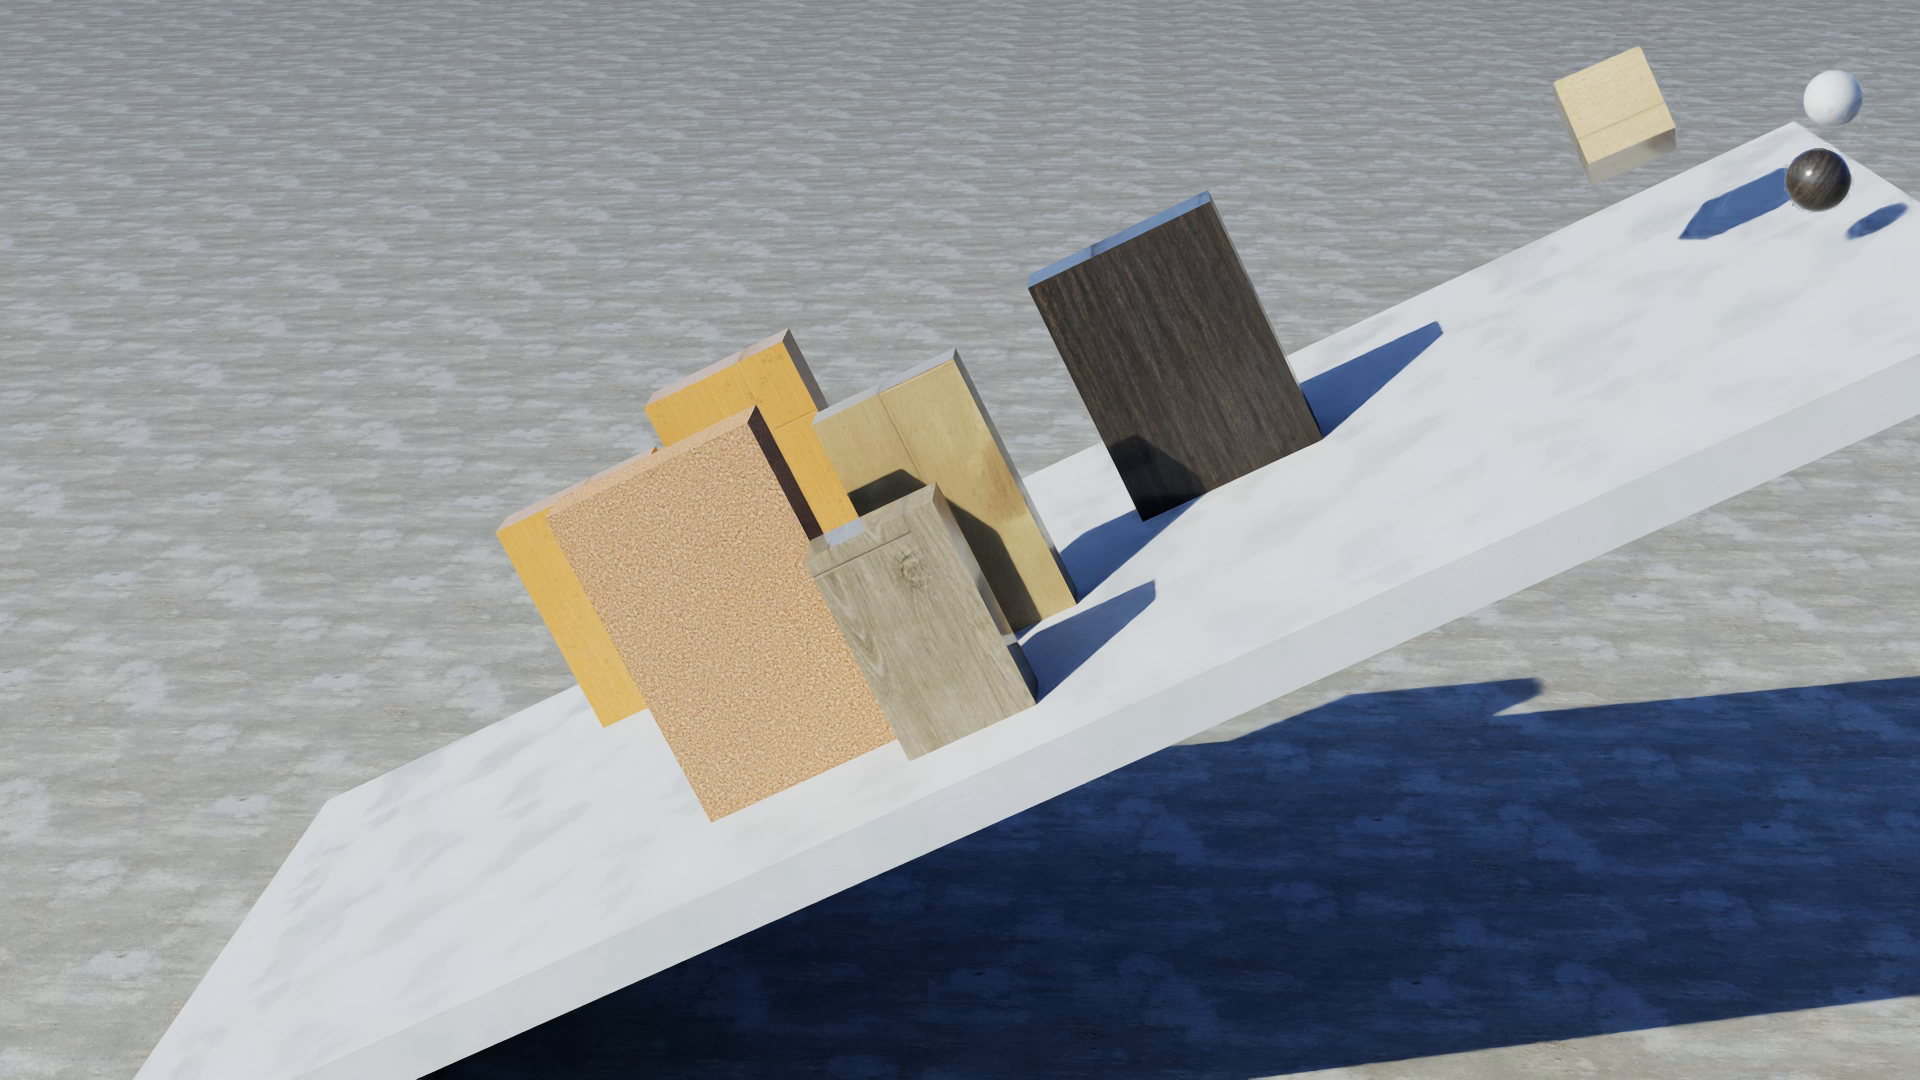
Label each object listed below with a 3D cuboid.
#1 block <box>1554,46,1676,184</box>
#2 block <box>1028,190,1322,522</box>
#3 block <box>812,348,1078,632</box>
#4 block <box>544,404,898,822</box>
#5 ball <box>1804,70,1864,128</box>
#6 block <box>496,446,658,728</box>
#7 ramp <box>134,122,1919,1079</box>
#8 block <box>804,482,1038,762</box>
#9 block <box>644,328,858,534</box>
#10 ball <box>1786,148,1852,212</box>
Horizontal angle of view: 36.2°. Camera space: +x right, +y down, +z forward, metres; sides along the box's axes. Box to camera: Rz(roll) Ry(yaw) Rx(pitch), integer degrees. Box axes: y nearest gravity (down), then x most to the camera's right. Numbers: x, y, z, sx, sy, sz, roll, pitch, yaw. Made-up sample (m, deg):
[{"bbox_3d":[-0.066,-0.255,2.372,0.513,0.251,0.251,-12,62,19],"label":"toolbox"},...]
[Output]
[{"bbox_3d":[1.369,-0.885,6.146,0.189,0.189,0.189,-23,-11,10],"label":"block"},{"bbox_3d":[0.462,-0.394,6.317,0.425,0.570,0.145,-25,14,10],"label":"block"},{"bbox_3d":[-0.028,-0.064,6.017,0.319,0.571,0.102,-25,14,10],"label":"block"},{"bbox_3d":[-0.444,0.147,5.760,0.440,0.692,0.147,-25,14,10],"label":"block"},{"bbox_3d":[1.748,-0.882,5.886,0.115,0.115,0.115,0,16,0],"label":"ball"},{"bbox_3d":[-0.773,0.111,6.878,0.398,0.529,0.136,-25,14,10],"label":"block"},{"bbox_3d":[0.138,0.168,6.281,4.000,0.100,2.000,-25,14,10],"label":"ramp"},{"bbox_3d":[-0.070,0.155,5.561,0.267,0.440,0.137,-25,14,10],"label":"block"},{"bbox_3d":[-0.442,-0.145,7.036,0.368,0.608,0.149,-25,14,10],"label":"block"},{"bbox_3d":[1.670,-0.700,5.722,0.123,0.123,0.123,0,16,0],"label":"ball"}]
